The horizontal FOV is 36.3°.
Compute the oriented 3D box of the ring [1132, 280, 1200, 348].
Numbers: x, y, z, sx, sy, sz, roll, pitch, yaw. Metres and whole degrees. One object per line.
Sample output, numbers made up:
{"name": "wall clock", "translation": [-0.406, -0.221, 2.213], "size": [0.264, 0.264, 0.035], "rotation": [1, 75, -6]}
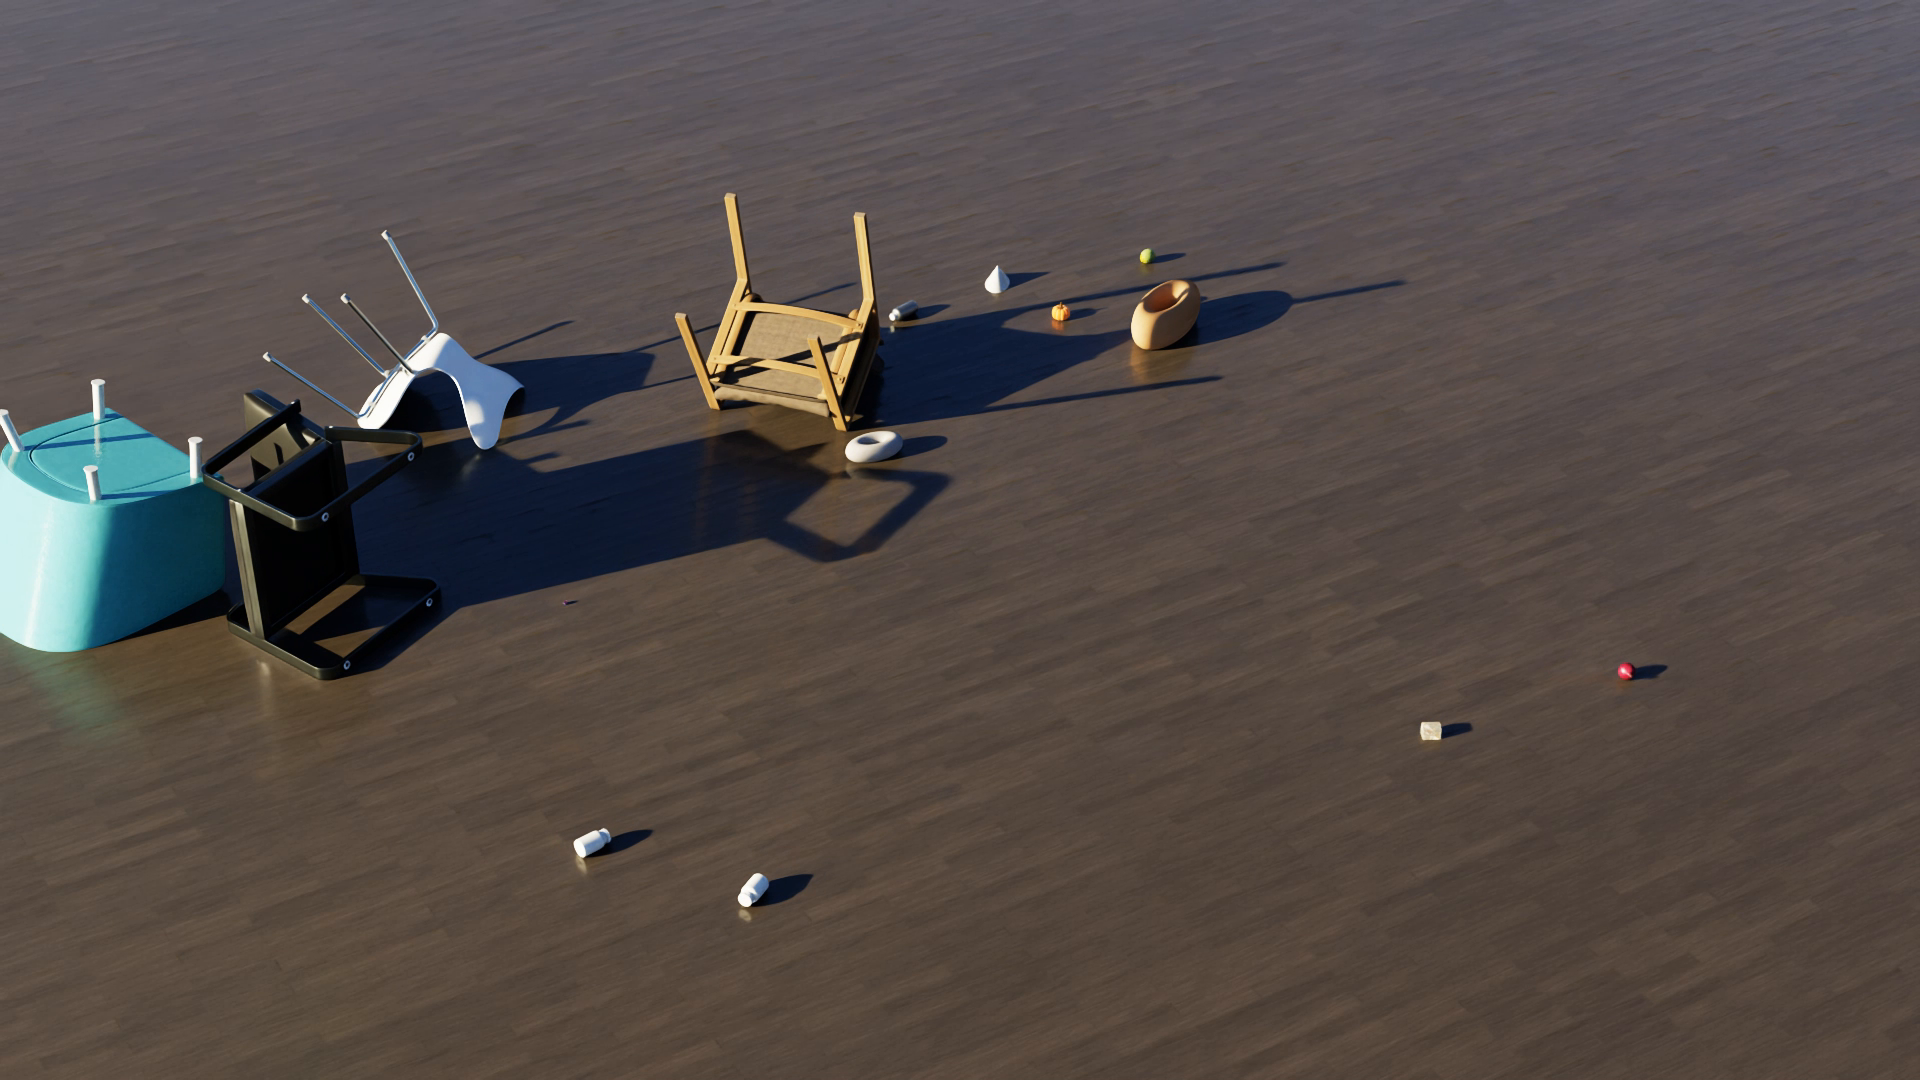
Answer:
{"name": "ring", "translation": [0.861, -0.942, 12.229], "size": [0.223, 0.164, 0.461], "rotation": [16, 38, 26]}

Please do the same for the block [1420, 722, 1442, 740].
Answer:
{"name": "block", "translation": [1.595, 0.646, 9.925], "size": [0.060, 0.043, 0.041], "rotation": [-1, 33, -2]}

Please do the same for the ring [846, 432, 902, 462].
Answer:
{"name": "ring", "translation": [-0.334, -0.363, 11.426], "size": [0.241, 0.078, 0.125], "rotation": [-14, 37, -22]}

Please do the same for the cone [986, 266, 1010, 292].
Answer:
{"name": "cone", "translation": [0.161, -1.142, 12.598], "size": [0.104, 0.087, 0.177], "rotation": [4, 34, 6]}
